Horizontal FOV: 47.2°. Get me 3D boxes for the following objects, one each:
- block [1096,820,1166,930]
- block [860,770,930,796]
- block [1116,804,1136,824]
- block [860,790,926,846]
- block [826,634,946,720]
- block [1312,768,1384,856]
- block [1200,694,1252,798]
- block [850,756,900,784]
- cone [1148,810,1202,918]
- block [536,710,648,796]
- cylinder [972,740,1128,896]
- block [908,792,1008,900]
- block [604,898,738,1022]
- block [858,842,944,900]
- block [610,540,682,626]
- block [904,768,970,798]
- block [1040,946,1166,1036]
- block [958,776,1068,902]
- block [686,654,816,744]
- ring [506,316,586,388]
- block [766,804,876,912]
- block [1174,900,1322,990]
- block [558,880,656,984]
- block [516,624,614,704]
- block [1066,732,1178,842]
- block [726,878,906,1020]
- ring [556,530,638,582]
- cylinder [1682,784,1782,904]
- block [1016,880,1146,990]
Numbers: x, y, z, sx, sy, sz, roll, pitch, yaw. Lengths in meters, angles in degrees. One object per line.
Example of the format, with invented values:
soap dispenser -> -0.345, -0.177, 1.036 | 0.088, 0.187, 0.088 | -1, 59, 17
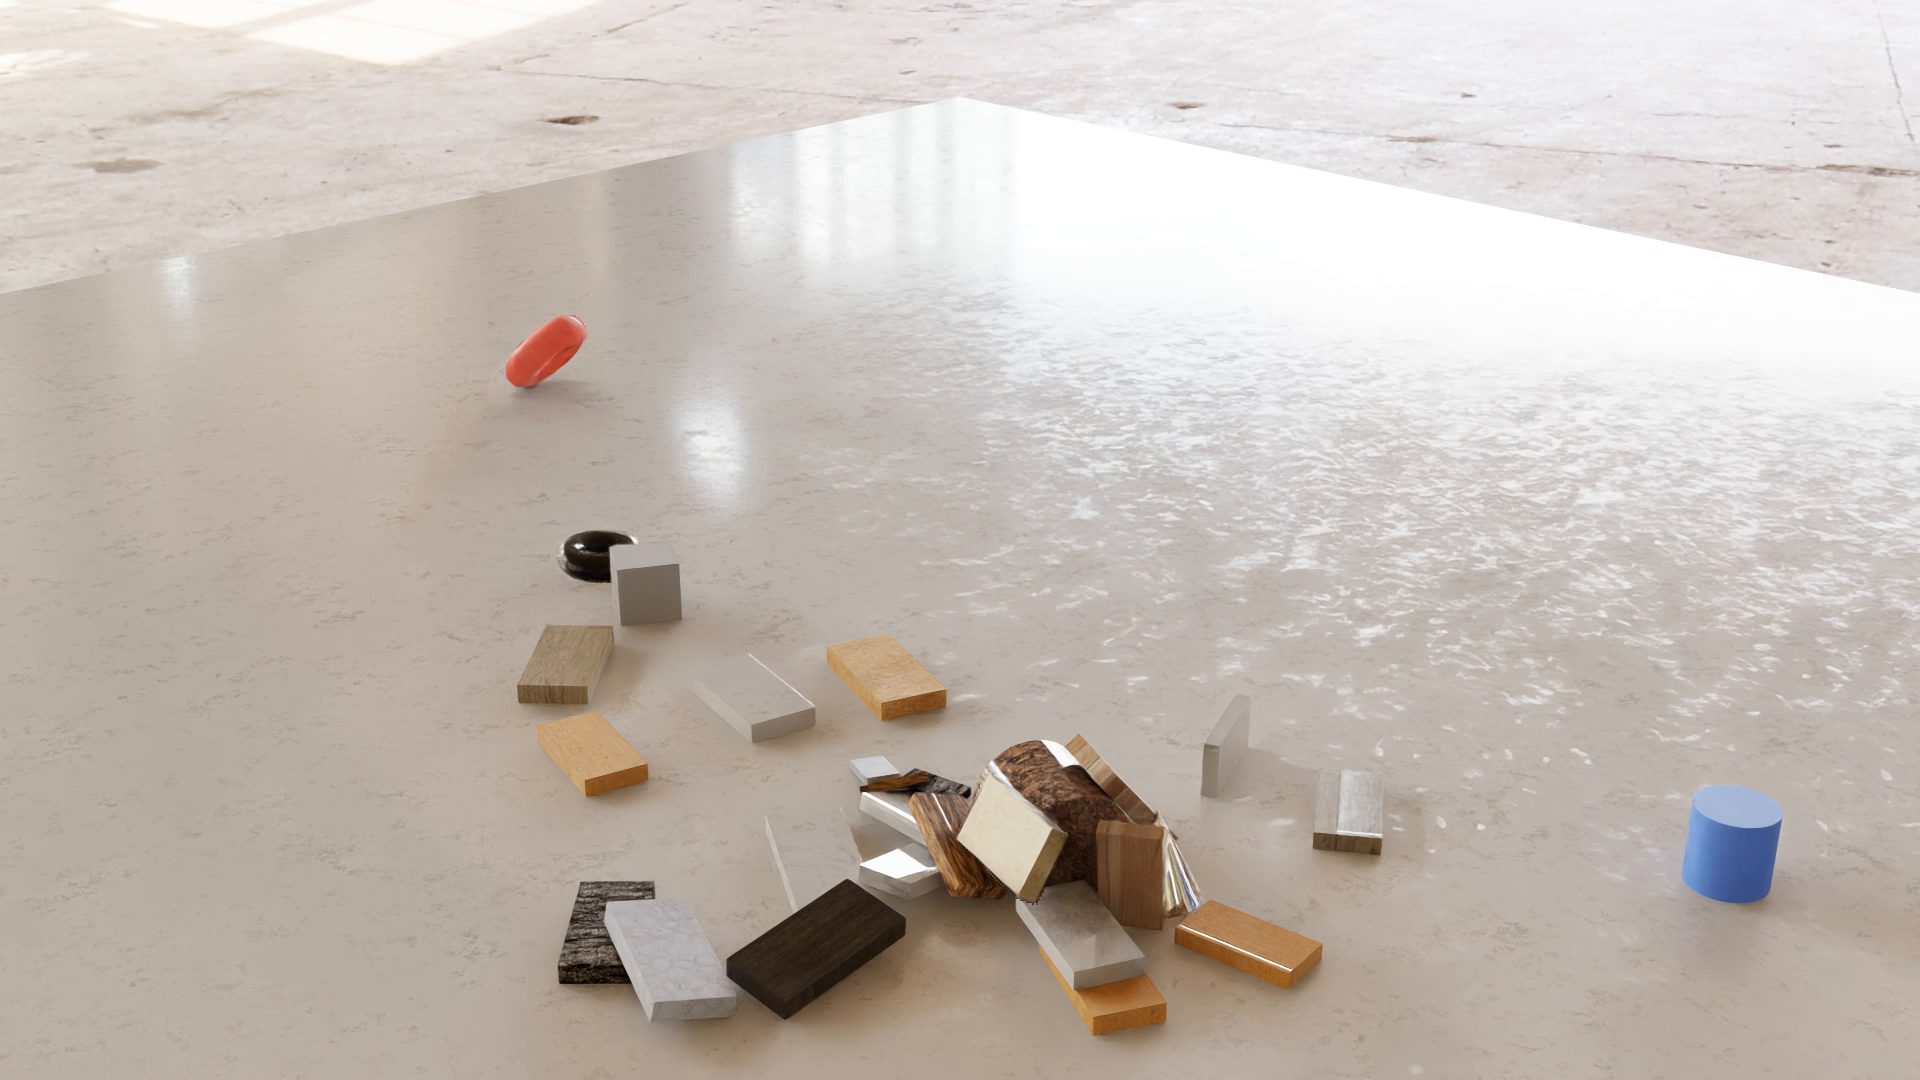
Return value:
block -> 0.313, 0.612, 4.012 | 0.119, 0.238, 0.034 | 5, 39, 12
block -> -0.133, 0.501, 4.473 | 0.141, 0.020, 0.071 | -13, -14, -3
block -> 0.314, 0.568, 4.373 | 0.133, 0.038, 0.266 | -7, 24, -16
block -> -0.082, 0.551, 4.355 | 0.118, 0.033, 0.236 | 1, 12, -39
block -> -0.169, 0.308, 4.978 | 0.157, 0.045, 0.315 | -10, 25, -23
block -> 0.783, 0.544, 4.430 | 0.133, 0.038, 0.265 | 4, 23, 10
block -> 0.557, 0.428, 4.597 | 0.034, 0.120, 0.240 | 10, 25, 20
block -> -0.177, 0.480, 4.565 | 0.071, 0.020, 0.141 | -7, 11, -16
cone -> 0.370, 0.587, 4.145 | 0.182, 0.182, 0.182 | 0, 23, 0
block -> -0.779, 0.449, 4.652 | 0.139, 0.039, 0.278 | -13, 26, -28
cylinder -> 0.174, 0.539, 4.190 | 0.235, 0.235, 0.235 | -8, 24, -18
block -> -0.004, 0.582, 4.195 | 0.118, 0.033, 0.236 | 10, 36, -35
block -> -0.516, 0.740, 3.893 | 0.150, 0.042, 0.300 | 2, 25, -27
block -> -0.076, 0.623, 4.187 | 0.118, 0.033, 0.236 | 15, 15, 31
block -> -0.762, 0.104, 5.326 | 0.148, 0.148, 0.148 | -6, 24, -14
block -> -0.056, 0.512, 4.529 | 0.141, 0.020, 0.071 | 15, 27, 31
block -> 0.250, 0.772, 3.892 | 0.135, 0.038, 0.271 | -7, 24, -17
block -> 0.094, 0.544, 4.032 | 0.038, 0.135, 0.271 | 25, 4, -28
block -> -0.466, 0.349, 4.882 | 0.157, 0.045, 0.315 | -14, 27, -30
ring -> -1.289, -0.584, 6.834 | 0.096, 0.289, 0.289 | 50, 34, 1
block -> -0.264, 0.633, 4.215 | 0.150, 0.042, 0.408 | -6, 24, -13
block -> 0.523, 0.732, 3.992 | 0.239, 0.034, 0.119 | 17, 28, 35
block -> -0.644, 0.715, 4.024 | 0.139, 0.039, 0.278 | 0, 23, -1
block -> -0.900, 0.283, 5.038 | 0.158, 0.045, 0.315 | 1, 23, 2
block -> 0.311, 0.484, 4.213 | 0.038, 0.266, 0.133 | -43, 41, 0
block -> -0.255, 0.727, 3.927 | 0.150, 0.042, 0.300 | 28, 41, 33
ring -> -0.910, 0.041, 5.571 | 0.219, 0.073, 0.219 | 3, 24, -2
cylinder -> 1.470, 0.578, 4.189 | 0.163, 0.163, 0.163 | 0, 23, 0
block -> 0.214, 0.706, 3.949 | 0.135, 0.038, 0.271 | -8, 24, -19
